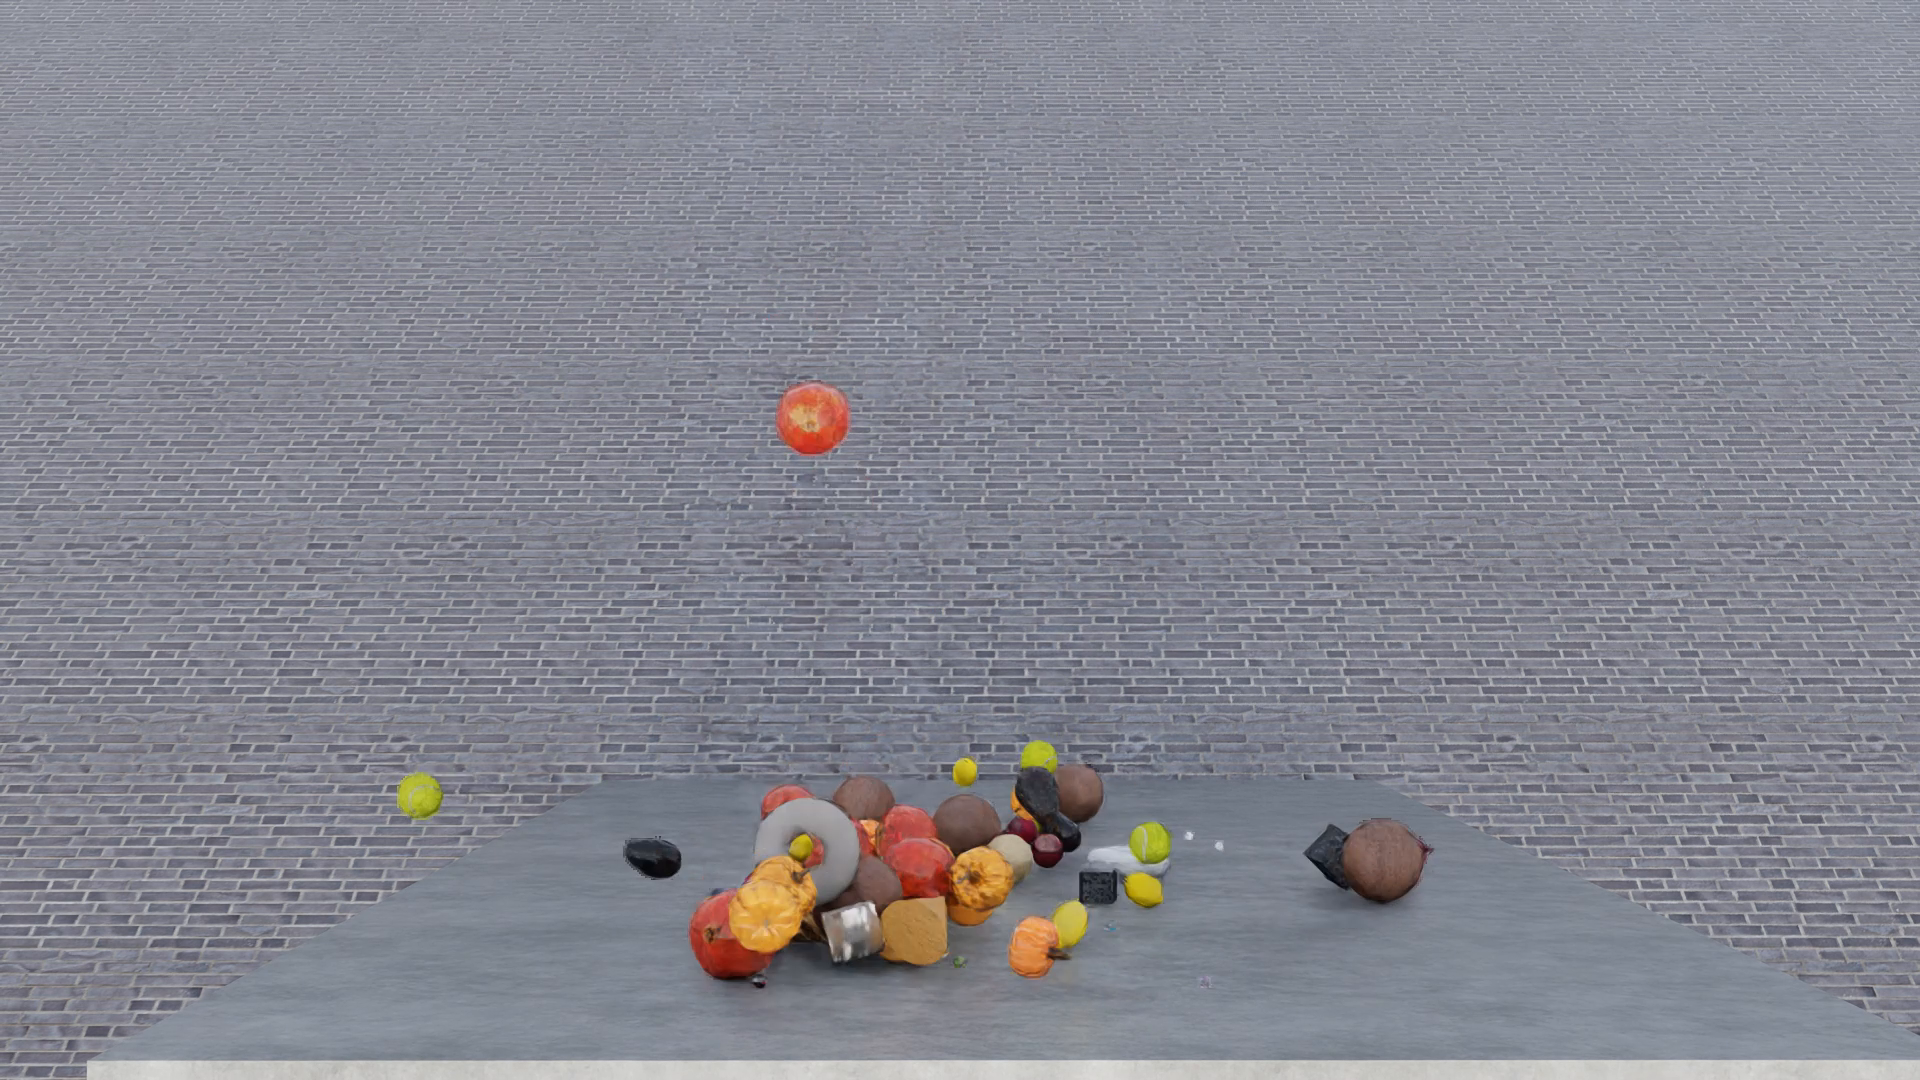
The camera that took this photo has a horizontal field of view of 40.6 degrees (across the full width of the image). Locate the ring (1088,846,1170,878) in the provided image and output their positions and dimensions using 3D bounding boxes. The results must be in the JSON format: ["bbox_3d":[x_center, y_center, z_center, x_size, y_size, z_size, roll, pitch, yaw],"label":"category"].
[{"bbox_3d":[0.294,0.560,4.523,0.145,0.048,0.145,2,-4,0],"label":"ring"}]

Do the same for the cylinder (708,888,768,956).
[{"bbox_3d":[-0.299,0.513,3.490,0.077,0.077,0.077,1,71,2],"label":"cylinder"}]

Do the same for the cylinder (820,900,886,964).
[{"bbox_3d":[-0.142,0.520,3.437,0.070,0.070,0.070,-15,35,-7],"label":"cylinder"}]

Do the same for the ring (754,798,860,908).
[{"bbox_3d":[-0.205,0.419,3.476,0.146,0.146,0.049,6,-8,10],"label":"ring"}]

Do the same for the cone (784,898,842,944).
[{"bbox_3d":[-0.223,0.545,3.648,0.090,0.090,0.090,26,43,-27],"label":"cone"}]

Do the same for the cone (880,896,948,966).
[{"bbox_3d":[-0.040,0.498,3.452,0.098,0.098,0.098,15,28,21],"label":"cone"}]

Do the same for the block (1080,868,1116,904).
[{"bbox_3d":[0.220,0.552,4.135,0.051,0.051,0.051,0,-1,12],"label":"block"}]

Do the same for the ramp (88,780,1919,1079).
[{"bbox_3d":[0.073,0.639,4.751,2.000,0.100,4.000,0,-1,0],"label":"ramp"}]

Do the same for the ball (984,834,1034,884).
[{"bbox_3d":[0.082,0.540,4.391,0.084,0.084,0.084,0,33,0],"label":"ball"}]

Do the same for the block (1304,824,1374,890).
[{"bbox_3d":[0.630,0.528,4.319,0.068,0.068,0.068,-46,18,-7],"label":"block"}]

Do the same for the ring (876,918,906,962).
[{"bbox_3d":[-0.079,0.531,3.480,0.081,0.027,0.081,-9,47,10],"label":"ring"}]

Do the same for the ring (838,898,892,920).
[{"bbox_3d":[-0.141,0.554,3.861,0.109,0.036,0.109,3,-1,0],"label":"ring"}]
